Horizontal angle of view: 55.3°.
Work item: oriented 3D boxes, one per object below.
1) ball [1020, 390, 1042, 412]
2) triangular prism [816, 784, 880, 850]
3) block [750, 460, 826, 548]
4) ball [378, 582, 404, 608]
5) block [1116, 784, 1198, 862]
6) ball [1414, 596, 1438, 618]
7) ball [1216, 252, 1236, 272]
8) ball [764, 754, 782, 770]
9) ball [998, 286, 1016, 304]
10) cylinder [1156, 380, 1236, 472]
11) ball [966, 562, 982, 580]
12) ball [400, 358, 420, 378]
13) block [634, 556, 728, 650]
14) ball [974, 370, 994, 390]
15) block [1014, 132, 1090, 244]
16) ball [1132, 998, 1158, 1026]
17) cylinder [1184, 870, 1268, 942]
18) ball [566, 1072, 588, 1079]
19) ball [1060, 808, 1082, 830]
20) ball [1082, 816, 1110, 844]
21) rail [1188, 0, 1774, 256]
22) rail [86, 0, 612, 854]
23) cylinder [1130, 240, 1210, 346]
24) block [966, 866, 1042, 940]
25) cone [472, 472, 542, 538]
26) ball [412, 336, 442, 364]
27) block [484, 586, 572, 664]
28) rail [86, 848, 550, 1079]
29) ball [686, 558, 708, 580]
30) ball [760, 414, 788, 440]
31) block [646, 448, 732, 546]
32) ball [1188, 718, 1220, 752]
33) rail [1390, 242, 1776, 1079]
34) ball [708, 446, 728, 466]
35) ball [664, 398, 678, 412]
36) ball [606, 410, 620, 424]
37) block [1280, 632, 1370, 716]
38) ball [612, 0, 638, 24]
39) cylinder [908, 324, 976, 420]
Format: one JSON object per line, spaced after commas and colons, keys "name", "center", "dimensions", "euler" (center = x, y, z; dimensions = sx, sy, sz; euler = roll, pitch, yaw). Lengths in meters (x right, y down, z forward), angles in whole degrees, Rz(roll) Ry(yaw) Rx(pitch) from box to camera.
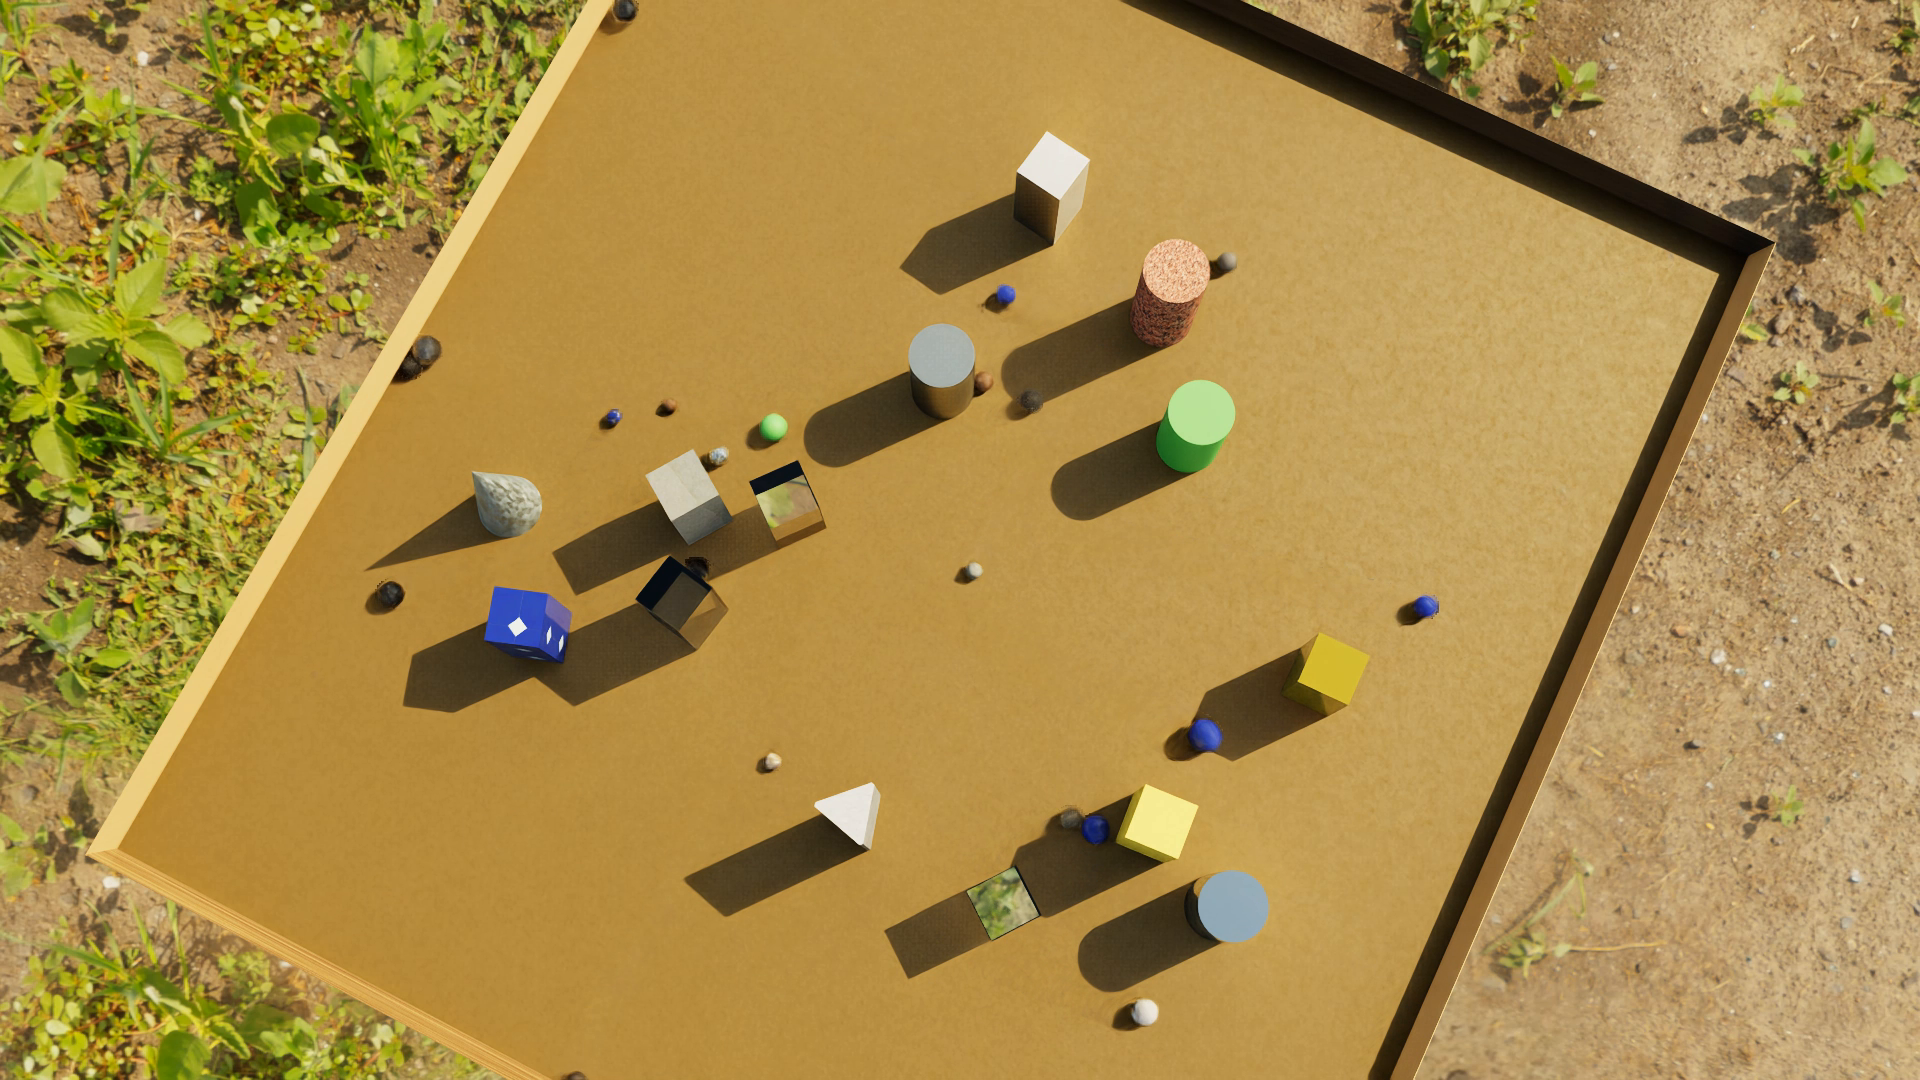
{"name": "ball", "center": [0.219, -0.429, 5.671], "dimensions": [0.067, 0.067, 0.067], "euler": [0, 78, 0]}
{"name": "triangular prism", "center": [-0.287, 0.767, 5.239], "dimensions": [0.170, 0.429, 0.147], "euler": [40, 81, 8]}
{"name": "block", "center": [-0.513, -0.103, 5.489], "dimensions": [0.157, 0.291, 0.157], "euler": [-24, 79, -5]}
{"name": "ball", "center": [-1.720, 0.165, 5.543], "dimensions": [0.078, 0.078, 0.078], "euler": [0, 78, 0]}
{"name": "block", "center": [0.561, 0.818, 5.264], "dimensions": [0.157, 0.359, 0.157], "euler": [22, 79, 4]}
{"name": "ball", "center": [1.406, 0.201, 5.539], "dimensions": [0.070, 0.070, 0.070], "euler": [0, 78, 0]}
{"name": "ball", "center": [0.838, -0.874, 5.766], "dimensions": [0.062, 0.062, 0.062], "euler": [0, 78, 0]}
{"name": "ball", "center": [-0.557, 0.660, 5.455], "dimensions": [0.048, 0.048, 0.048], "euler": [0, 78, 0]}
{"name": "ball", "center": [0.146, -0.768, 5.745], "dimensions": [0.060, 0.060, 0.060], "euler": [0, 78, 0]}
{"name": "cylinder", "center": [0.705, -0.338, 5.514], "dimensions": [0.196, 0.339, 0.196], "euler": [0, 78, 0]}
{"name": "ball", "center": [0.043, 0.093, 5.571], "dimensions": [0.052, 0.052, 0.052], "euler": [0, 78, 0]}
{"name": "ball", "center": [-1.708, -0.536, 5.697], "dimensions": [0.060, 0.060, 0.060], "euler": [0, 78, 0]}
{"name": "block", "center": [-0.812, 0.189, 5.384], "dimensions": [0.157, 0.379, 0.157], "euler": [36, 81, 7]}
{"name": "ball", "center": [0.075, -0.494, 5.687], "dimensions": [0.063, 0.063, 0.063], "euler": [0, 78, 0]}
{"name": "block", "center": [0.278, -1.080, 5.650], "dimensions": [0.157, 0.373, 0.157], "euler": [35, 80, 7]}
{"name": "ball", "center": [0.533, 1.364, 5.295], "dimensions": [0.077, 0.077, 0.077], "euler": [0, 78, 0]}
{"name": "cylinder", "center": [0.757, 1.047, 5.234], "dimensions": [0.196, 0.326, 0.196], "euler": [0, 78, 0]}
{"name": "ball", "center": [-1.102, 1.558, 5.262], "dimensions": [0.063, 0.063, 0.063], "euler": [0, 78, 0]}
{"name": "ball", "center": [0.329, 0.824, 5.412], "dimensions": [0.067, 0.067, 0.067], "euler": [0, 78, 0]}
{"name": "ball", "center": [0.401, 0.854, 5.397], "dimensions": [0.085, 0.085, 0.085], "euler": [0, 78, 0]}
{"name": "rail", "center": [0.870, -1.696, 5.902], "dimensions": [3.689, 0.128, 0.045], "euler": [26, 80, 5]}
{"name": "rail", "center": [-1.628, -0.791, 5.714], "dimensions": [0.045, 0.128, 3.937], "euler": [26, 80, 5]}
{"name": "cylinder", "center": [0.633, -0.743, 5.556], "dimensions": [0.196, 0.420, 0.196], "euler": [0, 78, 0]}
{"name": "block", "center": [0.124, 1.046, 5.273], "dimensions": [0.157, 0.249, 0.157], "euler": [-27, 80, -5]}
{"name": "cone", "center": [-1.384, -0.149, 5.416], "dimensions": [0.196, 0.454, 0.196], "euler": [0, 78, 0]}
{"name": "ball", "center": [-1.656, -0.590, 5.693], "dimensions": [0.090, 0.090, 0.090], "euler": [0, 78, 0]}
{"name": "block", "center": [-1.267, 0.253, 5.394], "dimensions": [0.157, 0.334, 0.157], "euler": [8, 78, 2]}
{"name": "rail", "center": [-0.870, 1.710, 5.196], "dimensions": [3.689, 0.128, 0.045], "euler": [26, 80, 5]}
{"name": "ball", "center": [-0.799, 0.091, 5.562], "dimensions": [0.070, 0.070, 0.070], "euler": [0, 78, 0]}
{"name": "ball", "center": [-0.573, -0.347, 5.646], "dimensions": [0.083, 0.083, 0.083], "euler": [0, 78, 0]}
{"name": "block", "center": [-0.802, -0.124, 5.463], "dimensions": [0.157, 0.350, 0.157], "euler": [-30, 80, -6]}
{"name": "ball", "center": [0.726, 0.580, 5.446], "dimensions": [0.098, 0.098, 0.098], "euler": [0, 78, 0]}
{"name": "rail", "center": [1.628, 0.804, 5.384], "dimensions": [0.045, 0.128, 3.937], "euler": [26, 80, 5]}
{"name": "ball", "center": [-0.744, -0.258, 5.640], "dimensions": [0.058, 0.058, 0.058], "euler": [0, 78, 0]}
{"name": "ball", "center": [-0.896, -0.419, 5.681], "dimensions": [0.044, 0.044, 0.044], "euler": [0, 78, 0]}
{"name": "ball", "center": [-1.073, -0.379, 5.673], "dimensions": [0.043, 0.043, 0.043], "euler": [0, 78, 0]}
{"name": "block", "center": [1.068, 0.398, 5.381], "dimensions": [0.157, 0.300, 0.157], "euler": [25, 79, 5]}
{"name": "ball", "center": [-1.085, -1.712, 5.929], "dimensions": [0.082, 0.082, 0.082], "euler": [0, 78, 0]}
{"name": "cylinder", "center": [-0.053, -0.506, 5.545], "dimensions": [0.196, 0.345, 0.196], "euler": [0, 78, 0]}
